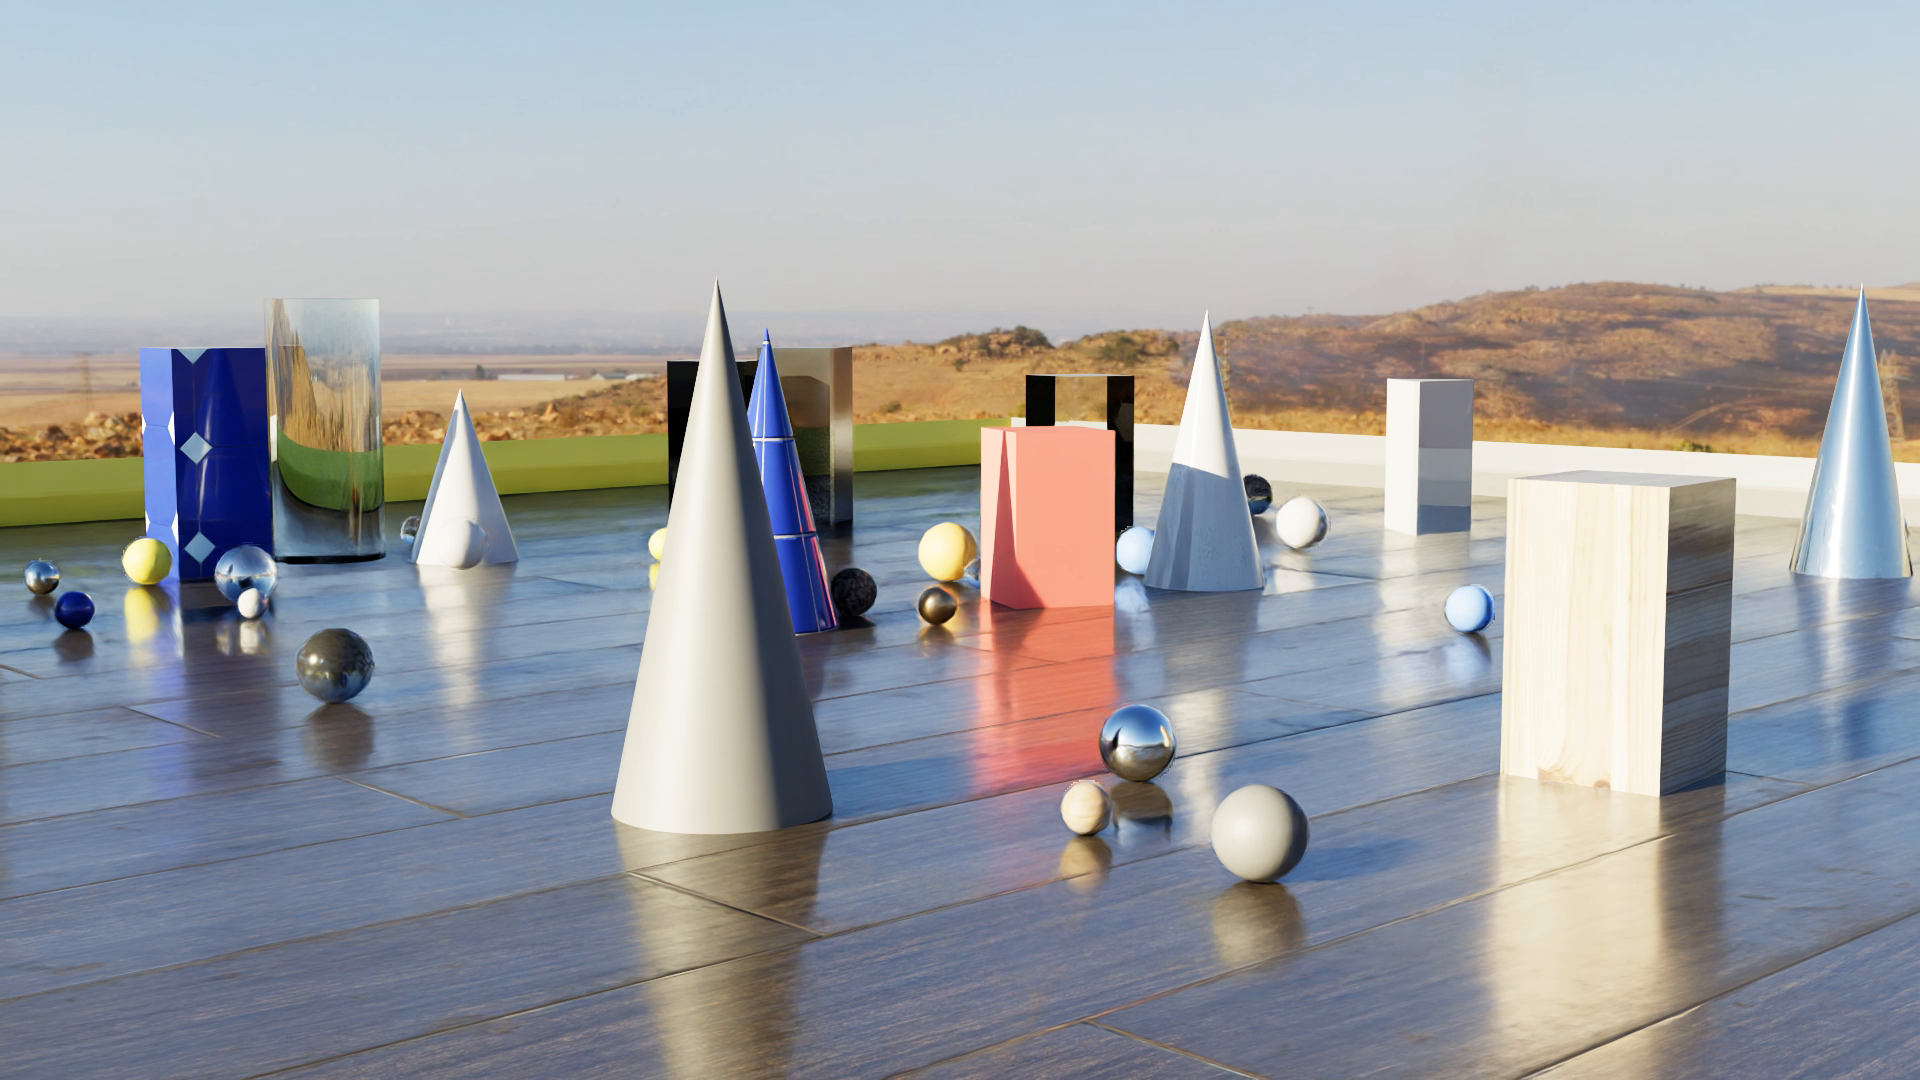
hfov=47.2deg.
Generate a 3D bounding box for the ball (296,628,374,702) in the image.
[{"bbox_3d":[-0.712,0.142,2.506,0.086,0.086,0.086,0,6,0],"label":"ball"}]

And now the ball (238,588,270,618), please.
[{"bbox_3d":[-1.024,0.093,3.188,0.043,0.043,0.043,0,6,0],"label":"ball"}]

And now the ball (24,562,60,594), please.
[{"bbox_3d":[-1.444,0.060,3.458,0.052,0.052,0.052,0,6,0],"label":"ball"}]

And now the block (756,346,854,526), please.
[{"bbox_3d":[-0.327,-0.224,4.658,0.159,0.368,0.159,2,6,14],"label":"block"}]

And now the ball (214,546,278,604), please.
[{"bbox_3d":[-1.084,0.053,3.340,0.091,0.091,0.091,0,6,0],"label":"ball"}]

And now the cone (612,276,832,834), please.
[{"bbox_3d":[-0.213,0.004,1.951,0.198,0.475,0.198,0,6,0],"label":"cone"}]

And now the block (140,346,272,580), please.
[{"bbox_3d":[-1.286,-0.136,3.751,0.159,0.382,0.159,-5,8,-38],"label":"block"}]

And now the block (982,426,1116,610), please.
[{"bbox_3d":[0.134,-0.038,3.378,0.159,0.264,0.159,-2,6,-18],"label":"block"}]

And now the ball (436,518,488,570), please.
[{"bbox_3d":[-0.859,0.007,3.792,0.087,0.087,0.087,0,6,0],"label":"ball"}]

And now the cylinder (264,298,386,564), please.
[{"bbox_3d":[-1.139,-0.199,3.947,0.198,0.465,0.198,0,6,0],"label":"cylinder"}]

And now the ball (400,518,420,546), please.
[{"bbox_3d":[-1.034,-0.016,4.173,0.055,0.055,0.055,0,6,0],"label":"ball"}]

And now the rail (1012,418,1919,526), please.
[{"bbox_3d":[1.656,-0.125,4.852,0.045,0.129,4.487,-5,8,-42],"label":"rail"}]

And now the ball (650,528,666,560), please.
[{"bbox_3d":[-0.523,0.009,3.912,0.059,0.059,0.059,0,6,0],"label":"ball"}]

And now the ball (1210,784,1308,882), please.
[{"bbox_3d":[0.234,0.229,1.720,0.076,0.076,0.076,0,6,0],"label":"ball"}]

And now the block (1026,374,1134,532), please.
[{"bbox_3d":[0.243,-0.178,4.476,0.159,0.314,0.159,-4,7,-31],"label":"block"}]

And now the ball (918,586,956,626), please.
[{"bbox_3d":[-0.033,0.093,3.124,0.055,0.055,0.055,0,6,0],"label":"ball"}]

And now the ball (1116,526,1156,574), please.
[{"bbox_3d":[0.304,0.018,3.719,0.081,0.081,0.081,0,6,0],"label":"ball"}]

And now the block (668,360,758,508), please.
[{"bbox_3d":[-0.490,-0.191,4.452,0.159,0.345,0.159,1,6,10],"label":"block"}]

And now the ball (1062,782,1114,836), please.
[{"bbox_3d":[0.108,0.229,1.874,0.044,0.044,0.044,0,6,0],"label":"ball"}]

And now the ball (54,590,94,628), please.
[{"bbox_3d":[-1.244,0.098,3.089,0.053,0.053,0.053,0,6,0],"label":"ball"}]

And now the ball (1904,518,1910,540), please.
[{"bbox_3d":[1.665,-0.014,3.970,0.093,0.093,0.093,0,6,0],"label":"ball"}]

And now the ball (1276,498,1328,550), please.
[{"bbox_3d":[0.641,-0.031,4.116,0.097,0.097,0.097,0,6,0],"label":"ball"}]

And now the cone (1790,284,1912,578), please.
[{"bbox_3d":[1.525,-0.192,3.740,0.198,0.494,0.198,0,6,0],"label":"cone"}]

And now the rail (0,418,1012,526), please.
[{"bbox_3d":[-1.505,-0.136,4.954,4.555,0.129,0.045,-5,8,-42],"label":"rail"}]

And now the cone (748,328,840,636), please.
[{"bbox_3d":[-0.270,-0.088,3.093,0.198,0.423,0.198,0,6,0],"label":"cone"}]

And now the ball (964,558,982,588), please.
[{"bbox_3d":[0.032,0.053,3.535,0.050,0.050,0.050,0,6,0],"label":"ball"}]

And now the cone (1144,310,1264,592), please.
[{"bbox_3d":[0.400,-0.151,3.579,0.198,0.447,0.198,0,6,0],"label":"cone"}]

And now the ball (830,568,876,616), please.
[{"bbox_3d":[-0.157,0.076,3.215,0.071,0.071,0.071,0,6,0],"label":"ball"}]

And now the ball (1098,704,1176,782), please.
[{"bbox_3d":[0.168,0.192,2.086,0.073,0.073,0.073,0,6,0],"label":"ball"}]

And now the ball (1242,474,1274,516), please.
[{"bbox_3d":[0.637,-0.098,4.789,0.090,0.090,0.090,0,6,0],"label":"ball"}]

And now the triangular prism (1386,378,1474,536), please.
[{"bbox_3d":[0.925,-0.173,4.467,0.172,0.305,0.149,-5,7,-37],"label":"triangular prism"}]

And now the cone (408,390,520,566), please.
[{"bbox_3d":[-0.893,-0.119,3.944,0.198,0.307,0.198,0,6,0],"label":"cone"}]

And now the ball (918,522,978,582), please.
[{"bbox_3d":[-0.020,0.020,3.624,0.097,0.097,0.097,0,6,0],"label":"ball"}]

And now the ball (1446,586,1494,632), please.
[{"bbox_3d":[0.707,0.096,3.050,0.065,0.065,0.065,0,6,0],"label":"ball"}]

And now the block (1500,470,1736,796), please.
[{"bbox_3d":[0.634,0.083,2.118,0.159,0.285,0.159,5,8,40],"label":"block"}]

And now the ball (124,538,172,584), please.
[{"bbox_3d":[-1.323,0.035,3.583,0.076,0.076,0.076,0,6,0],"label":"ball"}]
